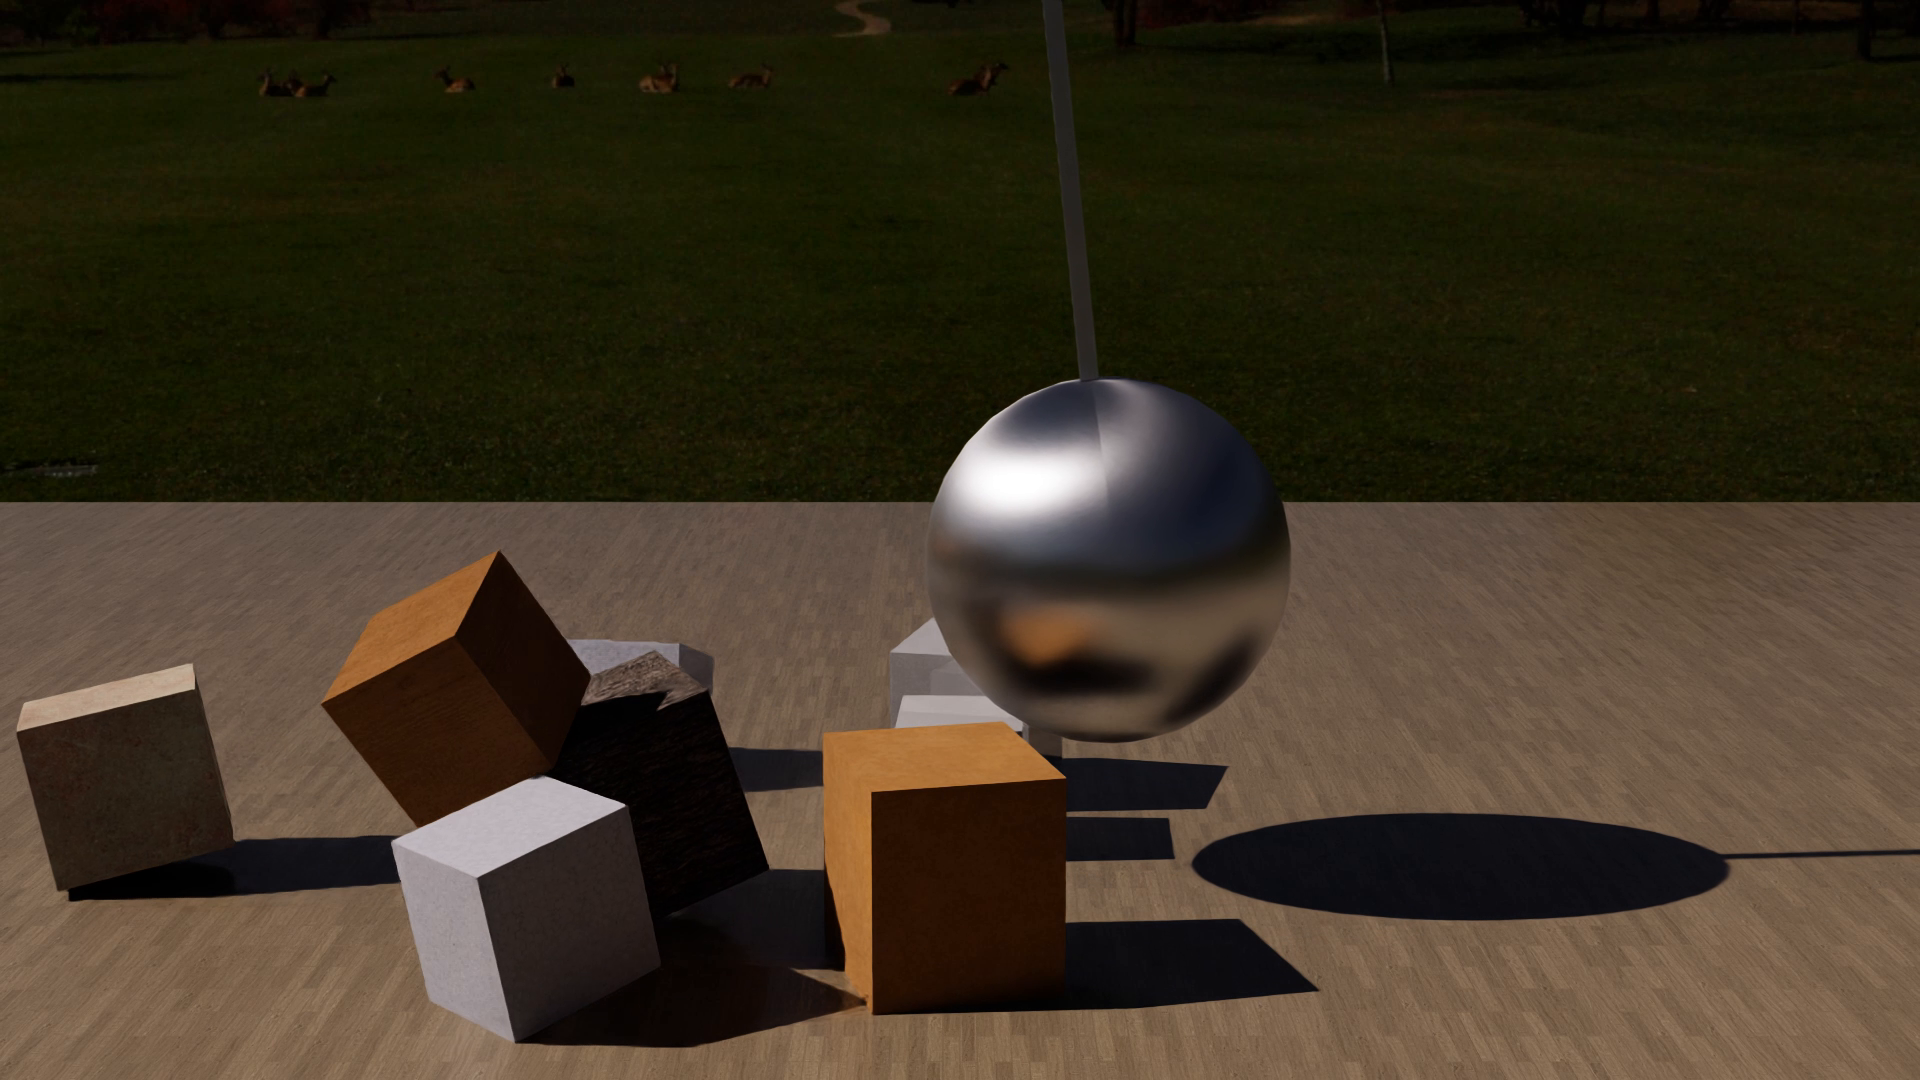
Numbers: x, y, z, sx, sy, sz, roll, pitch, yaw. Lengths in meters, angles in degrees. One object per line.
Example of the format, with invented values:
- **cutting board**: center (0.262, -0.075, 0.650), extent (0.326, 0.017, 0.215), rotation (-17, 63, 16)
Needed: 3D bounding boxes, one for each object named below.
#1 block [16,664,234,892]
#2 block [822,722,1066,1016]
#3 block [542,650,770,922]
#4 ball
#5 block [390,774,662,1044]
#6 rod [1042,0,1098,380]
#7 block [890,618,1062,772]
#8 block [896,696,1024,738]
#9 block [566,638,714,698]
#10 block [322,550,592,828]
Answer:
- **block**: center (-3.697, 1.037, 11.394), extent (0.752, 0.721, 0.706), rotation (-14, 10, -16)
- **block**: center (-0.075, 1.271, 10.134), extent (0.759, 0.873, 0.895), rotation (-3, 11, -14)
- **block**: center (-1.404, 1.068, 10.807), extent (0.783, 0.832, 0.791), rotation (-23, 17, -18)
- **ball**: center (0.643, 0.086, 11.196), extent (1.600, 1.600, 1.600), rotation (0, 10, 0)
- **block**: center (-1.640, 1.381, 9.724), extent (0.677, 0.679, 0.598), rotation (-24, 23, -38)
- **rod**: center (0.279, -3.240, 10.591), extent (0.080, 5.200, 0.080), rotation (-6, 10, 1)
- **block**: center (0.091, 0.856, 12.748), extent (0.687, 0.754, 0.808), rotation (2, 11, 13)
- **block**: center (0.005, 1.094, 11.846), extent (0.572, 0.610, 0.656), rotation (0, 10, 2)
- **block**: center (-1.632, 0.821, 13.009), extent (0.586, 0.547, 0.662), rotation (2, -8, 10)
- **block**: center (-2.010, 0.602, 10.327), extent (0.651, 0.672, 0.713), rotation (-26, 22, 17)
